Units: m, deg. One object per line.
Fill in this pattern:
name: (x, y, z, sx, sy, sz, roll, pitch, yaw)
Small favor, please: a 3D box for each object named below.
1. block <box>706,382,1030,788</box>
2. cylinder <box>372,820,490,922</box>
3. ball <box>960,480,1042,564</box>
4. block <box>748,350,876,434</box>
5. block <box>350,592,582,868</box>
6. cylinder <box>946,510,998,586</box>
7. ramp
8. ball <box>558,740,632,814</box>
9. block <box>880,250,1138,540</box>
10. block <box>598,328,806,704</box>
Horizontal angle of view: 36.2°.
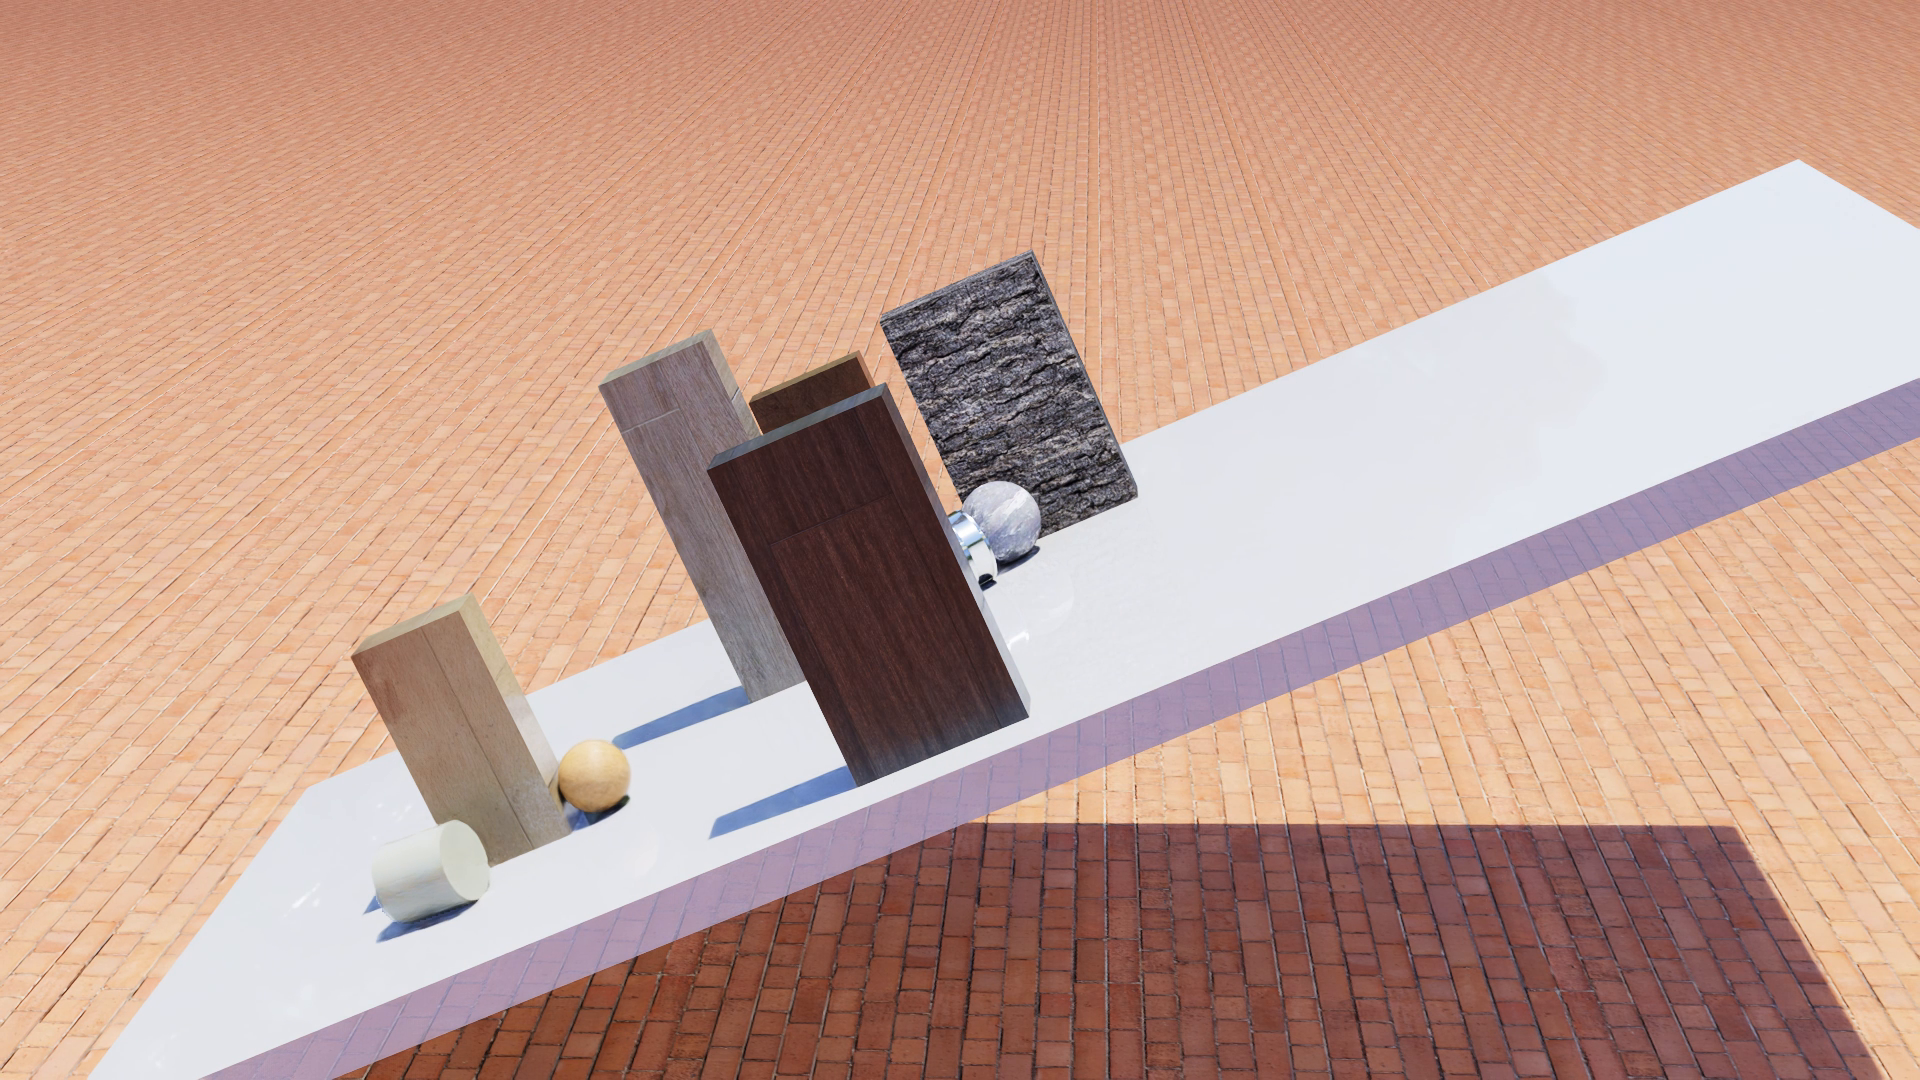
block: (-0.163, 0.085, 5.437, 0.349, 0.662, 0.119, -23, 13, 8)
cylinder: (-1.060, 0.664, 5.894, 0.166, 0.166, 0.166, -20, 8, 21)
ball: (0.089, -0.040, 6.563, 0.185, 0.185, 0.185, 0, 15, 0)
block: (-0.271, -0.171, 7.059, 0.284, 0.493, 0.085, -23, 13, 8)
block: (-1.012, 0.402, 6.055, 0.247, 0.521, 0.137, -23, 13, 8)
cylinder: (-0.039, 0.050, 6.465, 0.174, 0.174, 0.174, -31, 26, -20)
ramp: (0.132, 0.170, 6.284, 4.000, 0.100, 2.000, -23, 13, 8)
ball: (-0.755, 0.488, 6.072, 0.151, 0.151, 0.151, 0, 15, 0)
block: (0.113, -0.303, 6.640, 0.371, 0.599, 0.103, -23, 13, 8)
block: (-0.495, -0.050, 6.359, 0.247, 0.768, 0.142, -23, 13, 8)
